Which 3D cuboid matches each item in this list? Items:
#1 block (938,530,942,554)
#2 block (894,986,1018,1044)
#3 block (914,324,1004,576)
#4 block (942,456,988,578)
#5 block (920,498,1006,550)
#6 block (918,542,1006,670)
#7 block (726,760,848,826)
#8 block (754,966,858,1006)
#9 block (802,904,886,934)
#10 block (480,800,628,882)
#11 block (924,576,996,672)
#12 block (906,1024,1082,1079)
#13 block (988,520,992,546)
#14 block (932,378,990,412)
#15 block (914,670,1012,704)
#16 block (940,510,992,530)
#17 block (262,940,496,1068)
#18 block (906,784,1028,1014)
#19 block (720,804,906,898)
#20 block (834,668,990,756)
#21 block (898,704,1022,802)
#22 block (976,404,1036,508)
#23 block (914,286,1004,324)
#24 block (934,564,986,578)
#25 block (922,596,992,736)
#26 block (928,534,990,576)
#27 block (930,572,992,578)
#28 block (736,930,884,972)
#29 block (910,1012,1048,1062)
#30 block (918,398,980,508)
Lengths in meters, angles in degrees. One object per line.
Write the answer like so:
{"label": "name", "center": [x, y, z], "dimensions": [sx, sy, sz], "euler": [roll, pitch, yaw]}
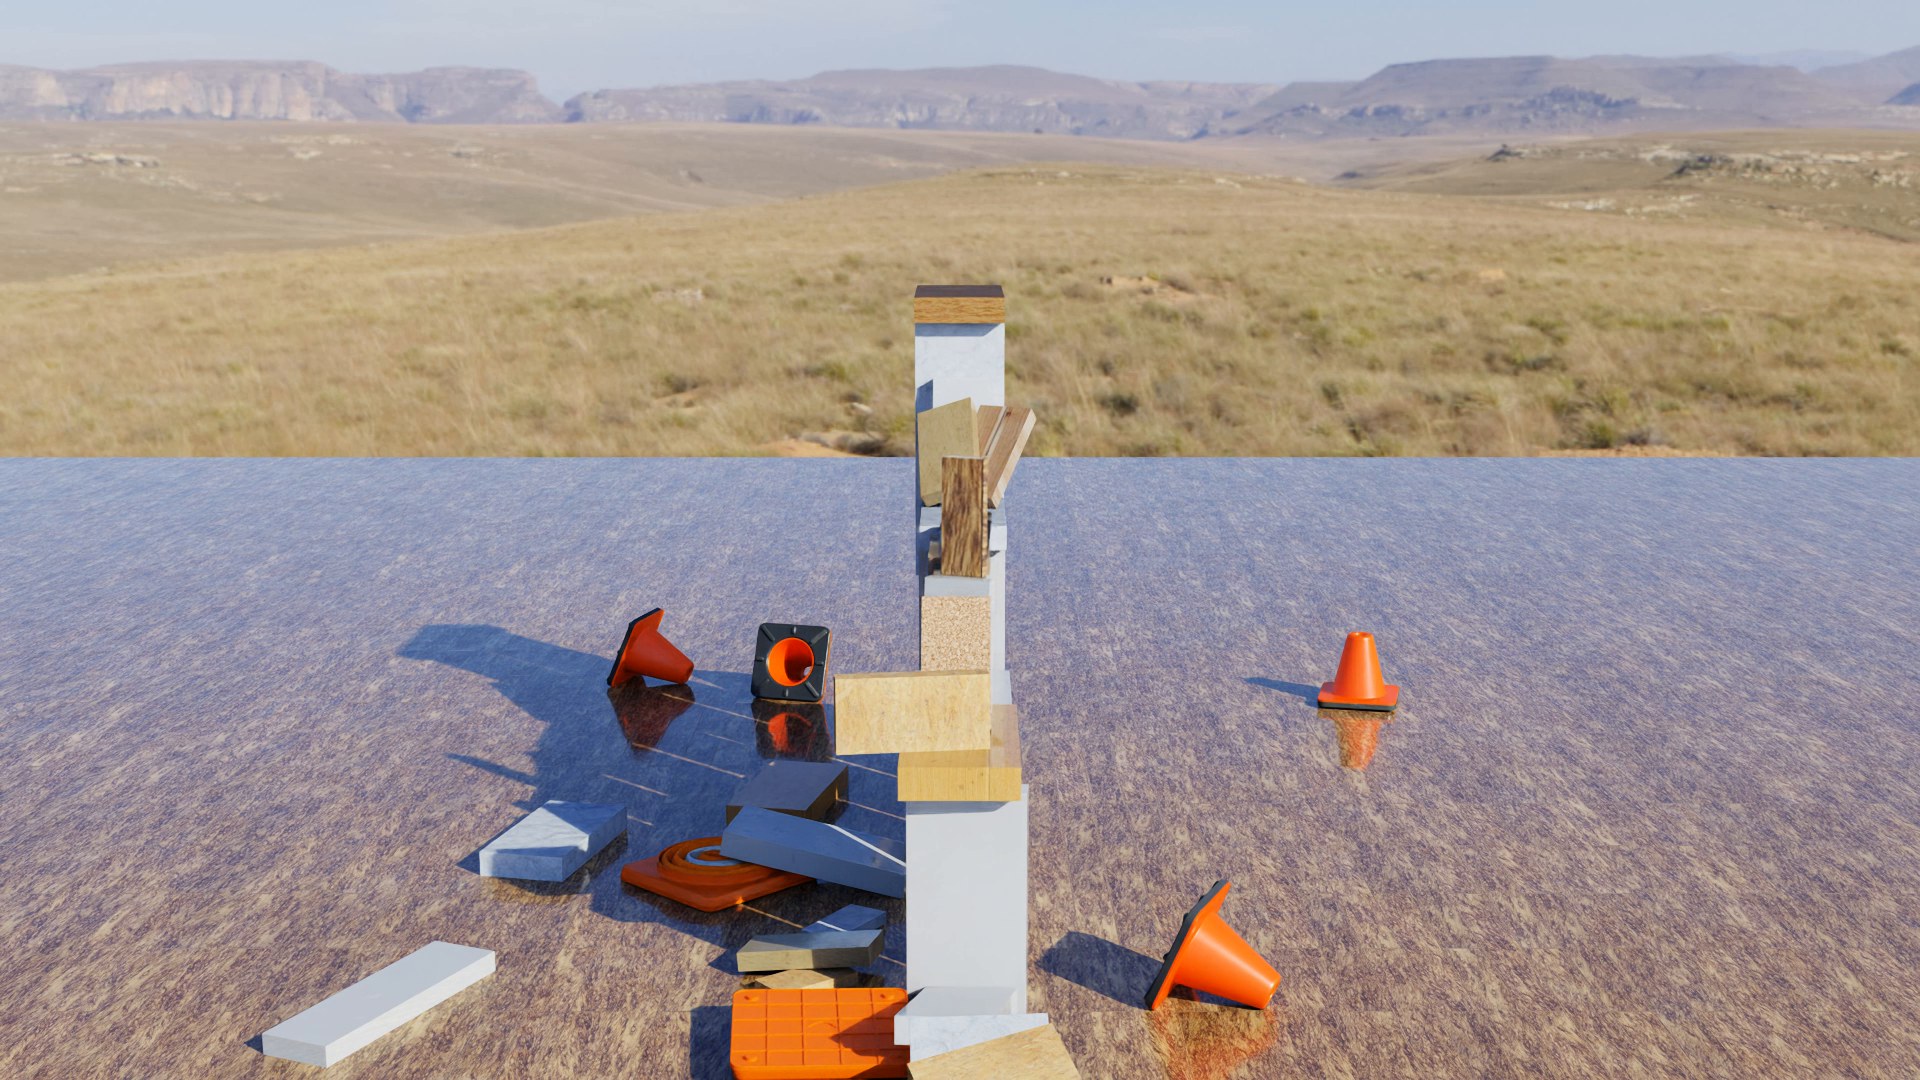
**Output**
{"label": "block", "center": [-0.003, 0.004, 3.566], "dimensions": [0.060, 0.017, 0.120], "euler": [0, 11, -2]}
{"label": "block", "center": [-0.002, 0.648, 2.996], "dimensions": [0.131, 0.037, 0.262], "euler": [-1, -3, 8]}
{"label": "block", "center": [-0.001, -0.170, 4.066], "dimensions": [0.163, 0.471, 0.046], "euler": [0, 10, 0]}
{"label": "block", "center": [0.007, -0.037, 3.389], "dimensions": [0.069, 0.183, 0.020], "euler": [5, 11, 23]}
{"label": "block", "center": [0.005, -0.030, 3.821], "dimensions": [0.146, 0.041, 0.292], "euler": [0, 11, 0]}
{"label": "block", "center": [0.003, 0.232, 3.771], "dimensions": [0.146, 0.456, 0.041], "euler": [0, 11, -1]}
{"label": "block", "center": [-0.322, 0.481, 4.142], "dimensions": [0.150, 0.043, 0.301], "euler": [2, 11, 12]}
{"label": "block", "center": [-0.228, 0.655, 3.263], "dimensions": [0.138, 0.020, 0.069], "euler": [-8, 13, -38]}
{"label": "block", "center": [-0.183, 0.613, 3.490], "dimensions": [0.069, 0.020, 0.138], "euler": [6, 12, 31]}
{"label": "block", "center": [-0.714, 0.529, 3.883], "dimensions": [0.150, 0.043, 0.301], "euler": [2, 11, 12]}
{"label": "block", "center": [-0.002, 0.158, 3.305], "dimensions": [0.102, 0.203, 0.029], "euler": [3, 7, 17]}
{"label": "block", "center": [0.082, 0.680, 2.360], "dimensions": [0.175, 0.049, 0.349], "euler": [-12, 36, -16]}
{"label": "block", "center": [0.016, 0.006, 3.490], "dimensions": [0.060, 0.017, 0.131], "euler": [3, 29, 3]}
{"label": "block", "center": [0.002, -0.109, 4.012], "dimensions": [0.103, 0.369, 0.029], "euler": [0, 2, 0]}
{"label": "block", "center": [0.003, 0.270, 3.535], "dimensions": [0.158, 0.045, 0.317], "euler": [0, 11, 0]}
{"label": "block", "center": [0.009, -0.029, 3.606], "dimensions": [0.060, 0.017, 0.120], "euler": [5, -12, -12]}
{"label": "block", "center": [-0.832, 0.665, 3.178], "dimensions": [0.109, 0.031, 0.385], "euler": [5, 11, 23]}
{"label": "block", "center": [0.011, 0.517, 3.133], "dimensions": [0.170, 0.340, 0.048], "euler": [1, 11, 5]}
{"label": "block", "center": [-0.234, 0.527, 3.729], "dimensions": [0.316, 0.043, 0.150], "euler": [13, 12, 6]}
{"label": "block", "center": [-0.068, 0.243, 3.111], "dimensions": [0.219, 0.109, 0.031], "euler": [-1, 11, -8]}
{"label": "block", "center": [0.000, 0.306, 3.202], "dimensions": [0.170, 0.048, 0.340], "euler": [0, 11, 0]}
{"label": "block", "center": [0.050, -0.149, 3.906], "dimensions": [0.104, 0.029, 0.207], "euler": [6, 55, 29]}
{"label": "block", "center": [-0.001, -0.443, 4.120], "dimensions": [0.163, 0.046, 0.326], "euler": [0, 11, 0]}
{"label": "block", "center": [-0.001, 0.065, 3.406], "dimensions": [0.082, 0.023, 0.164], "euler": [0, 11, 1]}
{"label": "block", "center": [-0.006, 0.183, 3.218], "dimensions": [0.102, 0.203, 0.029], "euler": [0, -22, 0]}
{"label": "block", "center": [0.000, 0.024, 3.582], "dimensions": [0.099, 0.028, 0.197], "euler": [0, 11, 1]}
{"label": "block", "center": [0.000, 0.147, 3.534], "dimensions": [0.099, 0.197, 0.028], "euler": [0, 11, 0]}
{"label": "block", "center": [-0.225, 0.621, 3.331], "dimensions": [0.203, 0.029, 0.102], "euler": [-5, 4, 11]}
{"label": "block", "center": [0.028, 0.669, 2.462], "dimensions": [0.162, 0.046, 0.325], "euler": [-2, 34, -1]}
{"label": "block", "center": [-0.020, -0.158, 3.905], "dimensions": [0.103, 0.029, 0.207], "euler": [-17, 46, 14]}
